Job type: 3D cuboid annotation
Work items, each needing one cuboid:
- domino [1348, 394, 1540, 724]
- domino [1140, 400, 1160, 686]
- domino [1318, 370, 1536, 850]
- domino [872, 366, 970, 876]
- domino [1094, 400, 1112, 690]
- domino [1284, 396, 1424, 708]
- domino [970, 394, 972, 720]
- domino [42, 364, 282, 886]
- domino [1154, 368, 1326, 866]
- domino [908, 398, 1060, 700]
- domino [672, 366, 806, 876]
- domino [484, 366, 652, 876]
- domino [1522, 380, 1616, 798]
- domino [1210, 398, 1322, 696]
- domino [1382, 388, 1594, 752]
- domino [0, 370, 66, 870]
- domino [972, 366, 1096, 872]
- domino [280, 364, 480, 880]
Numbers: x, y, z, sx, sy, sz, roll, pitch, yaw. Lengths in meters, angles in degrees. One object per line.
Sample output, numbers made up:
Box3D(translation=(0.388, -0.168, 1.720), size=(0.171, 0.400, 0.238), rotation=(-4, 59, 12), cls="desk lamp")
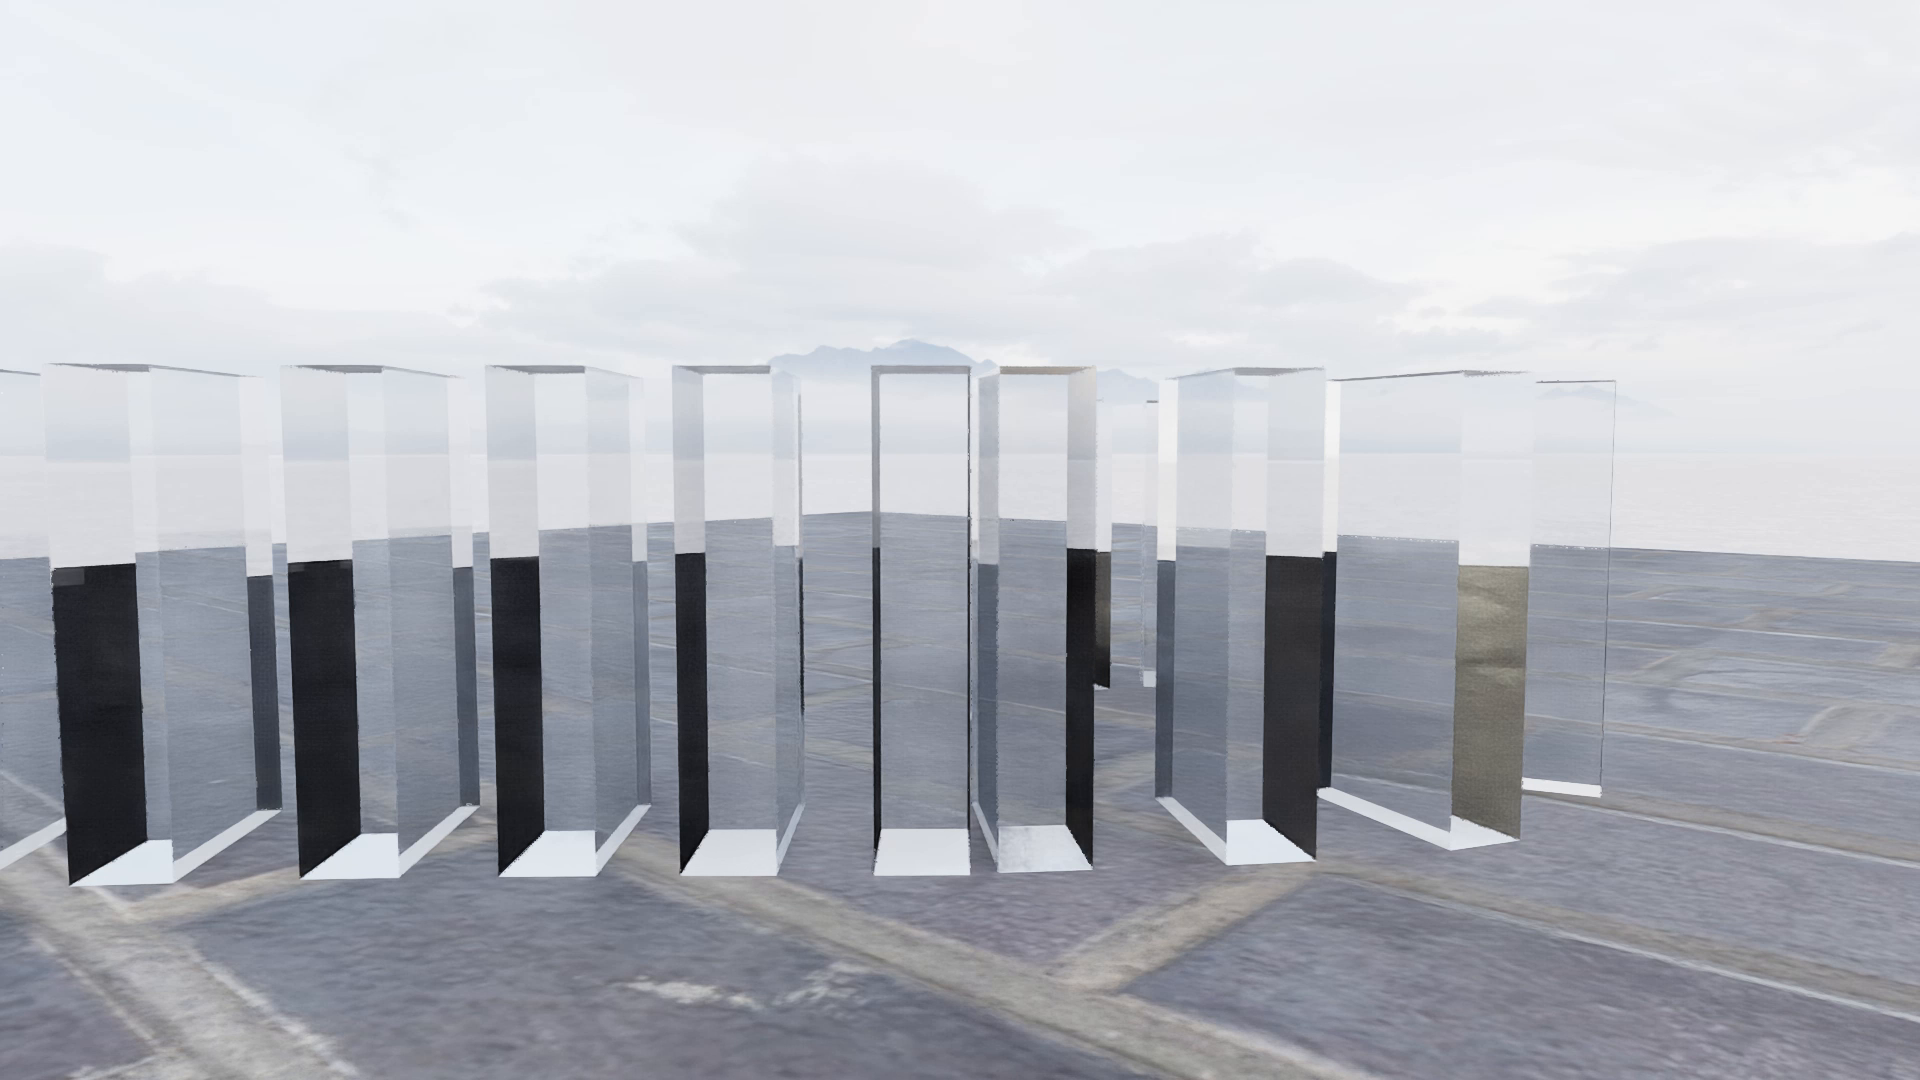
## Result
Box3D(translation=(0.075, 0.003, 0.199), size=(0.025, 0.050, 0.010), rotation=(-1, 4, -7), cls="domino")
Box3D(translation=(0.038, 0.000, 0.235), size=(0.009, 0.050, 0.025), rotation=(1, 4, 7), cls="domino")
Box3D(translation=(0.051, 0.007, 0.146), size=(0.010, 0.050, 0.025), rotation=(-2, 5, -21), cls="domino")
Box3D(translation=(-0.004, 0.007, 0.137), size=(0.010, 0.050, 0.025), rotation=(0, 4, -1), cls="domino")
Box3D(translation=(0.017, 0.000, 0.231), size=(0.010, 0.050, 0.025), rotation=(-2, 5, -25), cls="domino")
Box3D(translation=(0.067, 0.001, 0.217), size=(0.025, 0.050, 0.010), rotation=(-4, 6, -40), cls="domino")
Box3D(translation=(0.000, 0.002, 0.201), size=(0.025, 0.050, 0.009), rotation=(0, 4, 0), cls="domino")
Box3D(translation=(-0.082, 0.007, 0.135), size=(0.010, 0.050, 0.025), rotation=(0, 4, -6), cls="domino")
Box3D(translation=(0.030, 0.007, 0.141), size=(0.010, 0.050, 0.025), rotation=(-1, 4, -8), cls="domino")
Box3D(translation=(0.004, 0.001, 0.222), size=(0.025, 0.050, 0.009), rotation=(3, 5, 36), cls="domino")
Box3D(translation=(-0.023, 0.007, 0.137), size=(0.010, 0.050, 0.025), rotation=(0, 4, 0), cls="domino")
Box3D(translation=(-0.041, 0.007, 0.137), size=(0.010, 0.050, 0.025), rotation=(0, 4, -1), cls="domino")
Box3D(translation=(0.068, 0.005, 0.162), size=(0.025, 0.050, 0.009), rotation=(2, 5, 26), cls="domino")
Box3D(translation=(0.055, 0.000, 0.228), size=(0.010, 0.050, 0.025), rotation=(3, 5, 36), cls="domino")
Box3D(translation=(0.074, 0.004, 0.182), size=(0.025, 0.050, 0.010), rotation=(1, 4, 9), cls="domino")
Box3D(translation=(-0.102, 0.008, 0.132), size=(0.010, 0.050, 0.025), rotation=(-1, 4, -10), cls="domino")
Box3D(translation=(0.007, 0.007, 0.138), size=(0.009, 0.050, 0.025), rotation=(0, 4, -6), cls="domino")
Box3D(translation=(-0.061, 0.007, 0.136), size=(0.009, 0.050, 0.025), rotation=(0, 4, -3), cls="domino")
